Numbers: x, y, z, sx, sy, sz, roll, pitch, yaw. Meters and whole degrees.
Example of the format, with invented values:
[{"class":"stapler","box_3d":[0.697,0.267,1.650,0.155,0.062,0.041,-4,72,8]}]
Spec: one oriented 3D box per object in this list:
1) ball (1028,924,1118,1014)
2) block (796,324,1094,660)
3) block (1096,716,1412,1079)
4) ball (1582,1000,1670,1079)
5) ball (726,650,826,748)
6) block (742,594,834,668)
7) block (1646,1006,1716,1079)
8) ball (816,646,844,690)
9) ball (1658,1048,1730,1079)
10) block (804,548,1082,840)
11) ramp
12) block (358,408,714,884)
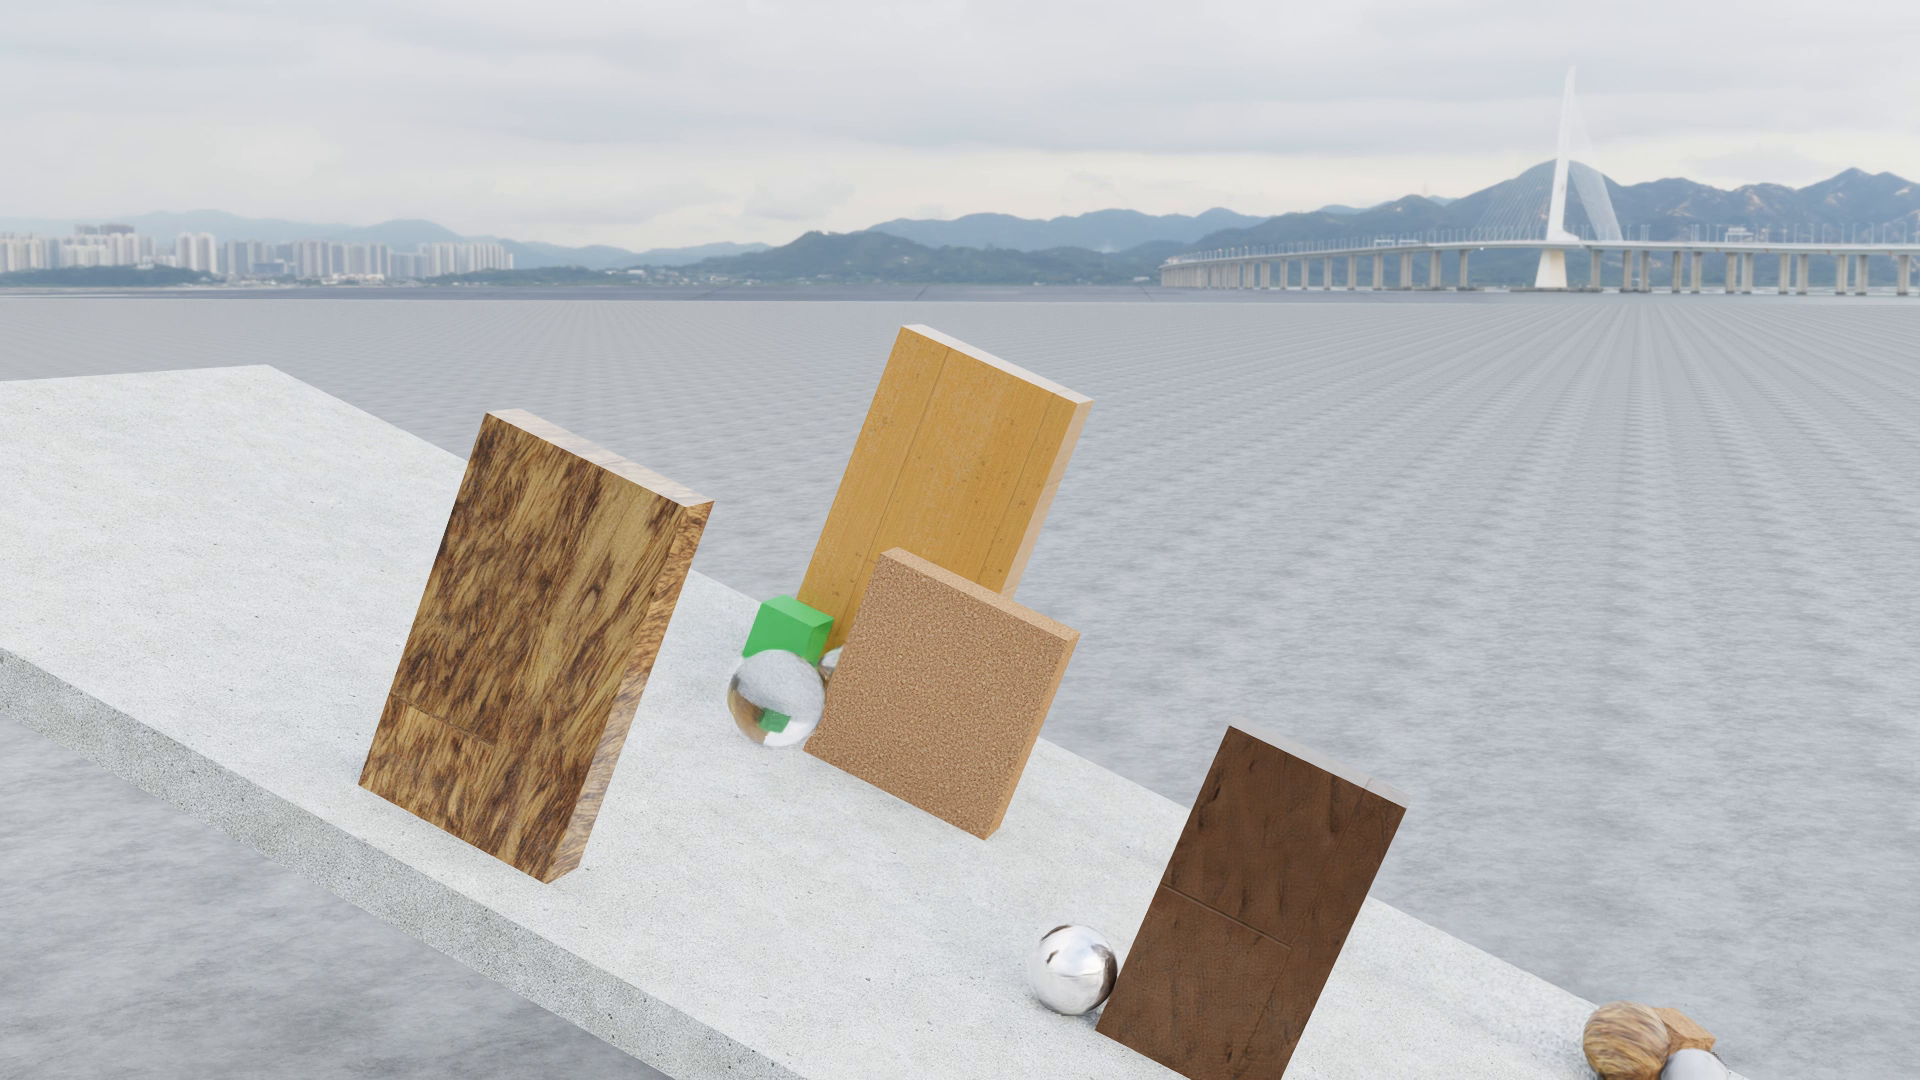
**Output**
[{"class":"ball","box_3d":[0.190,0.718,3.683,0.150,0.150,0.150,0,7,0]},{"class":"block","box_3d":[-0.060,-0.027,4.872,0.426,0.791,0.147,25,13,13]},{"class":"block","box_3d":[0.478,0.616,3.612,0.308,0.575,0.087,25,13,13]},{"class":"ball","box_3d":[1.320,0.998,4.360,0.166,0.166,0.166,0,7,0]},{"class":"ball","box_3d":[-0.362,0.312,4.336,0.194,0.194,0.194,0,7,0]},{"class":"block","box_3d":[-0.379,0.214,4.853,0.131,0.131,0.131,25,13,13]},{"class":"block","box_3d":[1.456,1.041,4.525,0.114,0.114,0.114,11,17,-39]},{"class":"ball","box_3d":[-0.239,0.299,4.692,0.149,0.149,0.149,0,7,0]},{"class":"ball","box_3d":[1.449,1.072,4.340,0.134,0.134,0.134,0,7,0]},{"class":"block","box_3d":[-0.039,0.302,4.360,0.410,0.438,0.107,25,13,13]},{"class":"ramp","box_3d":[-0.302,0.534,4.192,4.000,0.100,2.000,25,13,13]},{"class":"block","box_3d":[-0.665,0.164,3.427,0.356,0.644,0.106,25,13,13]}]
